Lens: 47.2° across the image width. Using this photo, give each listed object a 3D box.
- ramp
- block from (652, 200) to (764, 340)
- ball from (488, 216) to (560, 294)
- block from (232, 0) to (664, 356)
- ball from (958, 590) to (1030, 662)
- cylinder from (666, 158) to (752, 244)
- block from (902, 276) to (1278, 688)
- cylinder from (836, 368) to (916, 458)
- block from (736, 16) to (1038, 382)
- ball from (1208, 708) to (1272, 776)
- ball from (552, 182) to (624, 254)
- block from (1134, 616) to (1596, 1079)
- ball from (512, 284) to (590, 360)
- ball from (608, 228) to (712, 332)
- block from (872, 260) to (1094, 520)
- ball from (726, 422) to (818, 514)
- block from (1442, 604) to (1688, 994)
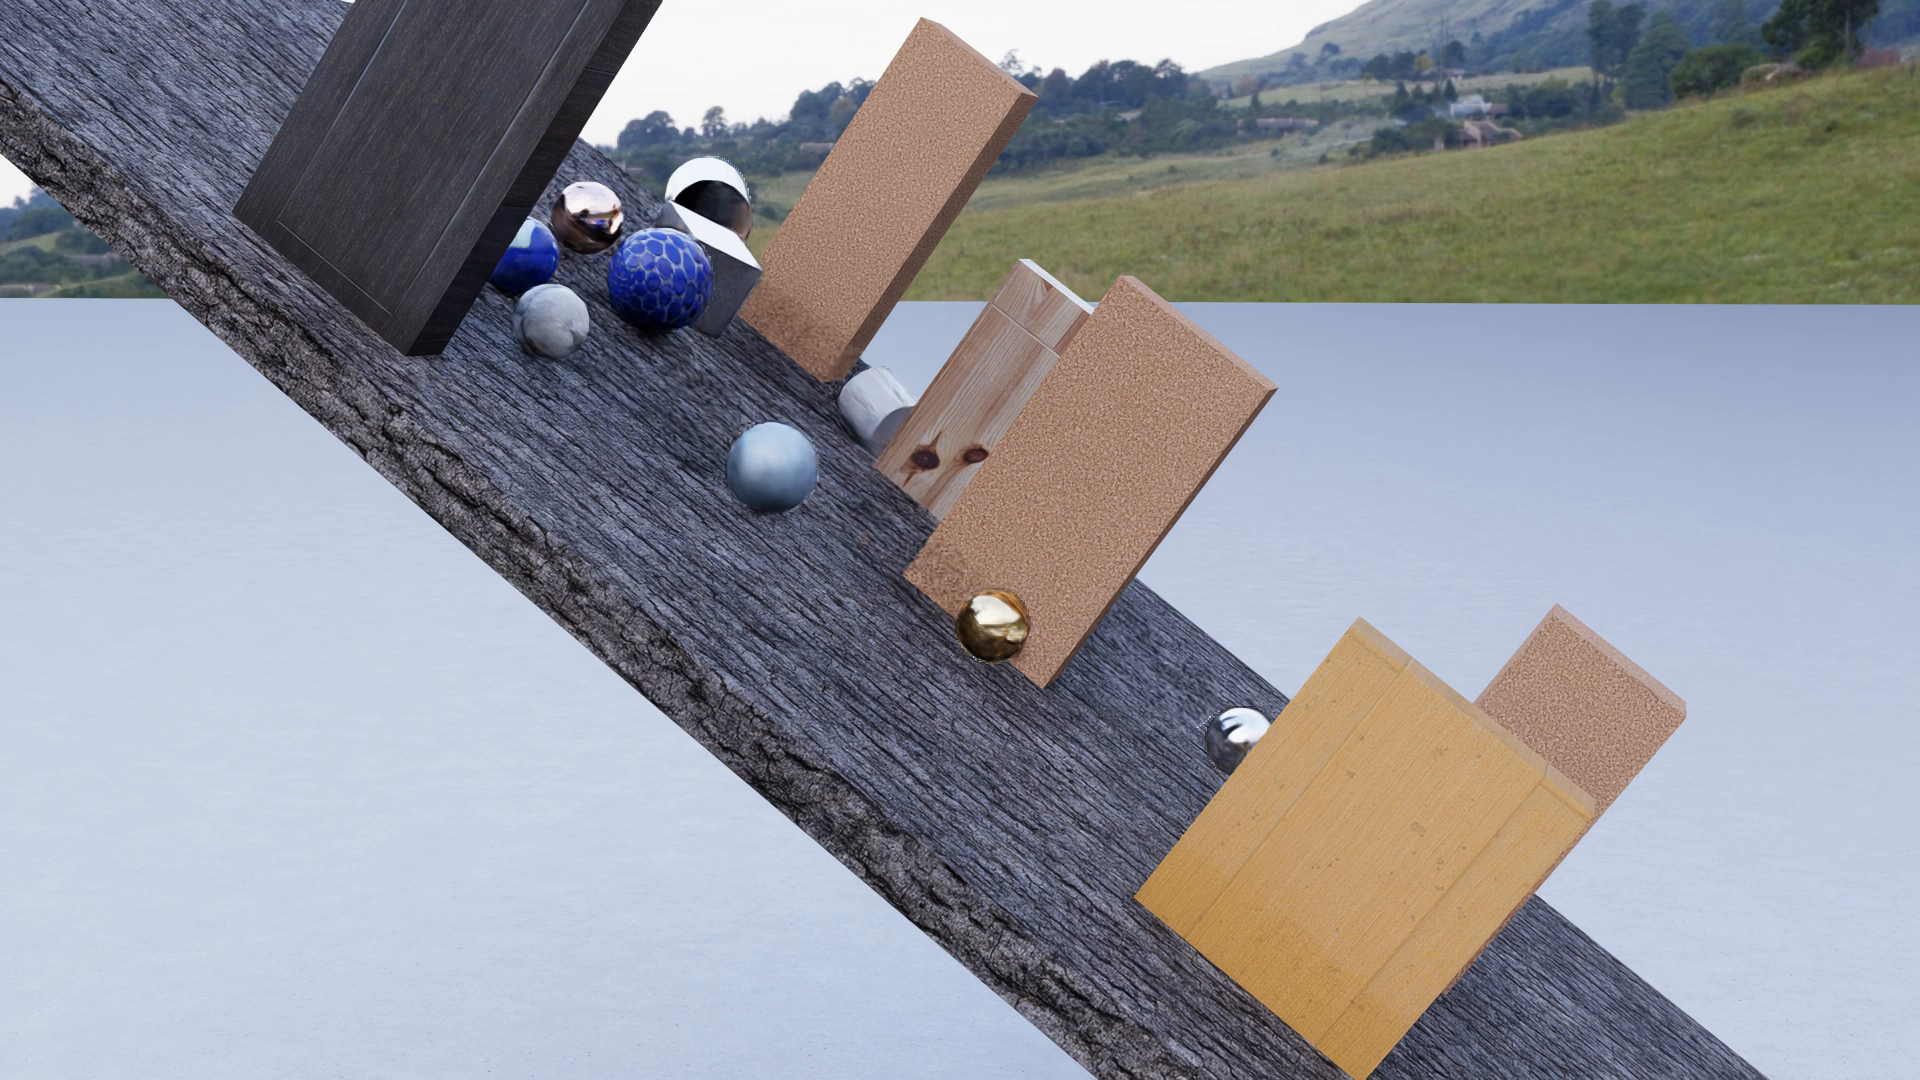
[{"bbox_3d":[-0.063,0.126,4.069,4.000,0.100,2.000,39,16,9],"label":"ramp"},{"bbox_3d":[-0.546,-0.553,4.504,0.174,0.174,0.174,23,20,-38],"label":"block"},{"bbox_3d":[-0.789,-0.511,3.935,0.140,0.140,0.140,0,7,0],"label":"ball"},{"bbox_3d":[-0.778,-0.689,3.376,0.375,0.730,0.108,39,16,9],"label":"block"},{"bbox_3d":[0.058,0.149,3.836,0.126,0.126,0.126,0,7,0],"label":"ball"},{"bbox_3d":[-0.572,-0.753,4.995,0.186,0.186,0.186,-1,25,-9],"label":"cylinder"},{"bbox_3d":[0.227,-0.101,3.908,0.327,0.669,0.107,39,16,9],"label":"block"},{"bbox_3d":[-0.160,-0.258,4.531,0.138,0.138,0.138,-5,40,-38],"label":"cylinder"},{"bbox_3d":[-0.169,-0.722,4.721,0.271,0.749,0.141,39,16,9],"label":"block"},{"bbox_3d":[0.533,0.382,4.151,0.132,0.132,0.132,0,7,0],"label":"ball"},{"bbox_3d":[-0.746,-0.646,4.407,0.145,0.145,0.145,0,7,0],"label":"ball"},{"bbox_3d":[0.600,0.464,3.296,0.435,0.541,0.097,39,16,9],"label":"block"},{"bbox_3d":[-0.696,-0.371,3.744,0.130,0.130,0.130,0,7,0],"label":"ball"},{"bbox_3d":[-0.577,-0.500,4.235,0.202,0.202,0.202,0,7,0],"label":"ball"},{"bbox_3d":[0.149,-0.220,4.375,0.435,0.514,0.085,39,16,9],"label":"block"},{"bbox_3d":[-0.322,-0.124,3.770,0.155,0.155,0.155,0,7,0],"label":"ball"},{"bbox_3d":[0.953,0.455,3.870,0.276,0.646,0.146,39,16,9],"label":"block"}]
